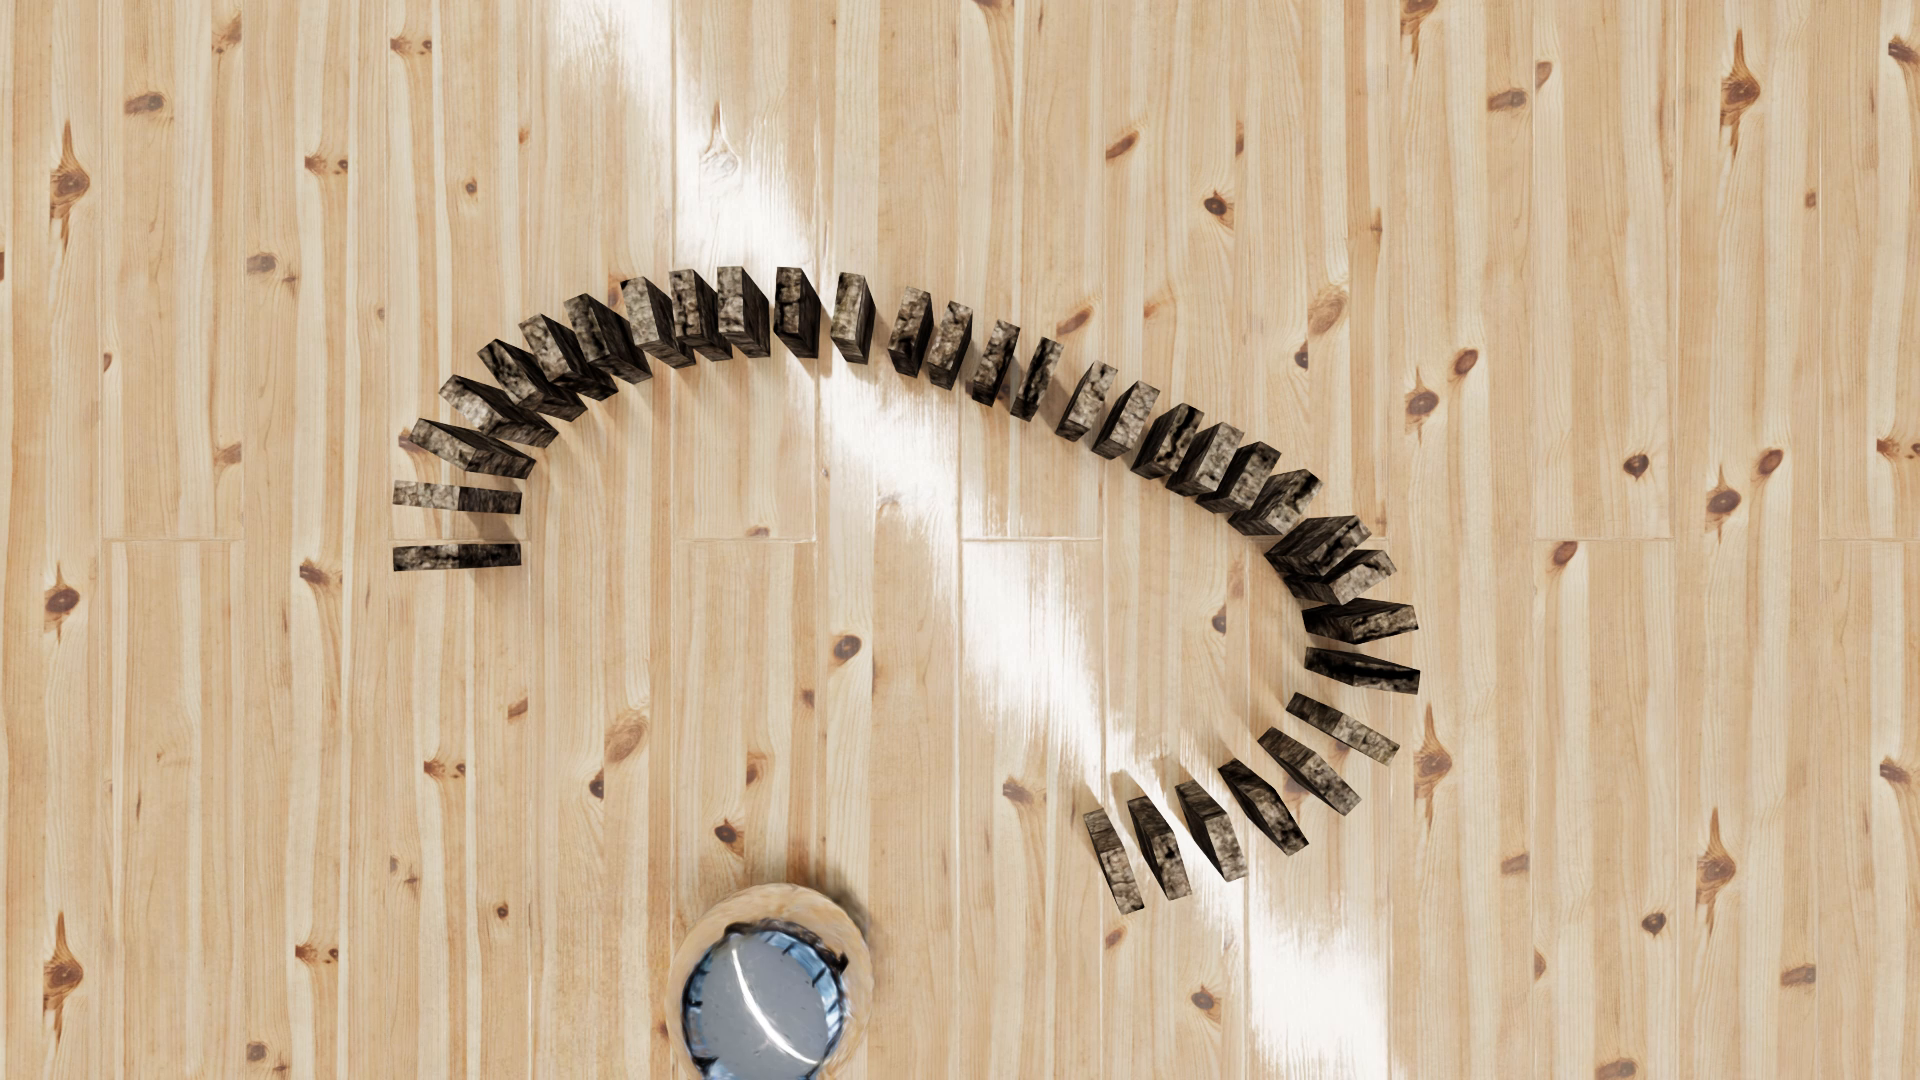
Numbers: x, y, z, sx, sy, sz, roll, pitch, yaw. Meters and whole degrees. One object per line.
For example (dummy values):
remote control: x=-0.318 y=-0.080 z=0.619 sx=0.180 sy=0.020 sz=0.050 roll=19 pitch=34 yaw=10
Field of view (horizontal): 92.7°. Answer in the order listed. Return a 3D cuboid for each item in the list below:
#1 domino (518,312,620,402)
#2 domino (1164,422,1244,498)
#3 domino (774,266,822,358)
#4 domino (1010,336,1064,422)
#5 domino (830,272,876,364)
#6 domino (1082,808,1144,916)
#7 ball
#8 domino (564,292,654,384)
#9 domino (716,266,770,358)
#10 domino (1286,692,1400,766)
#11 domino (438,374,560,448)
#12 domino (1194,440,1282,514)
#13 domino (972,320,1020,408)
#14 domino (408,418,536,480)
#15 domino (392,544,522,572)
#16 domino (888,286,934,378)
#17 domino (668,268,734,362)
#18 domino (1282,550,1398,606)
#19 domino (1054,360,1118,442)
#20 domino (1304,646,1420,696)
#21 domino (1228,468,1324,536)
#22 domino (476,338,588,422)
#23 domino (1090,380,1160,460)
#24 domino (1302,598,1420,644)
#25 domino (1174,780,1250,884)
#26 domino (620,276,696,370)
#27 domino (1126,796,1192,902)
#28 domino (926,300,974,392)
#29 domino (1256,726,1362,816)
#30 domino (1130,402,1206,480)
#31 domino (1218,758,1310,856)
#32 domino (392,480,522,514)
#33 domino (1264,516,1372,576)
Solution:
domino: x=-0.159 y=-0.074 z=0.375 sx=0.009 sy=0.050 sz=0.025 roll=-28 pitch=90 yaw=0
domino: x=0.099 y=-0.032 z=0.375 sx=0.010 sy=0.050 sz=0.025 roll=27 pitch=90 yaw=0
domino: x=-0.066 y=-0.092 z=0.375 sx=0.010 sy=0.050 sz=0.025 roll=3 pitch=90 yaw=0
domino: x=0.031 y=-0.065 z=0.375 sx=0.010 sy=0.050 sz=0.025 roll=22 pitch=90 yaw=0
domino: x=-0.043 y=-0.090 z=0.375 sx=0.009 sy=0.050 sz=0.025 roll=9 pitch=90 yaw=0
domino: x=0.062 y=0.130 z=0.375 sx=0.009 sy=0.050 sz=0.025 roll=-19 pitch=90 yaw=0
ball: x=-0.074 y=0.177 z=0.360 sx=0.080 sy=0.080 sz=0.080 roll=0 pitch=90 yaw=0
domino: x=-0.143 y=-0.081 z=0.375 sx=0.010 sy=0.050 sz=0.025 roll=-22 pitch=90 yaw=0
domino: x=-0.088 y=-0.092 z=0.375 sx=0.010 sy=0.050 sz=0.025 roll=-2 pitch=90 yaw=0
domino: x=0.155 y=0.076 z=0.375 sx=0.025 sy=0.050 sz=0.010 roll=30 pitch=90 yaw=0
domino: x=-0.187 y=-0.052 z=0.375 sx=0.025 sy=0.050 sz=0.009 roll=42 pitch=90 yaw=0
domino: x=0.113 y=-0.025 z=0.375 sx=0.009 sy=0.050 sz=0.025 roll=30 pitch=90 yaw=0
domino: x=0.014 y=-0.071 z=0.375 sx=0.009 sy=0.050 sz=0.025 roll=22 pitch=90 yaw=0
domino: x=-0.198 y=-0.037 z=0.375 sx=0.025 sy=0.050 sz=0.009 roll=29 pitch=90 yaw=0
domino: x=-0.204 y=0.007 z=0.375 sx=0.025 sy=0.050 sz=0.010 roll=-2 pitch=90 yaw=0
domino: x=-0.020 y=-0.084 z=0.375 sx=0.009 sy=0.050 sz=0.025 roll=17 pitch=90 yaw=0
domino: x=-0.105 y=-0.091 z=0.375 sx=0.010 sy=0.050 sz=0.025 roll=-7 pitch=90 yaw=0
domino: x=0.154 y=0.014 z=0.375 sx=0.025 sy=0.050 sz=0.009 roll=-32 pitch=90 yaw=0
domino: x=0.051 y=-0.056 z=0.375 sx=0.009 sy=0.050 sz=0.025 roll=25 pitch=90 yaw=0
domino: x=0.163 y=0.053 z=0.375 sx=0.025 sy=0.050 sz=0.010 roll=8 pitch=90 yaw=0
domino: x=0.128 y=-0.015 z=0.375 sx=0.009 sy=0.050 sz=0.025 roll=39 pitch=90 yaw=0
domino: x=-0.174 y=-0.064 z=0.375 sx=0.010 sy=0.050 sz=0.025 roll=-37 pitch=90 yaw=0
domino: x=0.067 y=-0.048 z=0.375 sx=0.009 sy=0.050 sz=0.025 roll=27 pitch=90 yaw=0
domino: x=0.162 y=0.033 z=0.375 sx=0.025 sy=0.050 sz=0.010 roll=-14 pitch=90 yaw=0
domino: x=0.102 y=0.118 z=0.375 sx=0.010 sy=0.050 sz=0.025 roll=-20 pitch=90 yaw=0
domino: x=-0.122 y=-0.088 z=0.375 sx=0.009 sy=0.050 sz=0.025 roll=-14 pitch=90 yaw=0
domino: x=0.081 y=0.125 z=0.375 sx=0.010 sy=0.050 sz=0.025 roll=-17 pitch=90 yaw=0
domino: x=-0.004 y=-0.078 z=0.375 sx=0.009 sy=0.050 sz=0.025 roll=21 pitch=90 yaw=0
domino: x=0.142 y=0.094 z=0.375 sx=0.009 sy=0.050 sz=0.025 roll=-44 pitch=90 yaw=0
domino: x=0.084 y=-0.039 z=0.375 sx=0.010 sy=0.050 sz=0.025 roll=26 pitch=90 yaw=0
domino: x=0.123 y=0.108 z=0.375 sx=0.009 sy=0.050 sz=0.025 roll=-32 pitch=90 yaw=0
domino: x=-0.204 y=-0.017 z=0.375 sx=0.025 sy=0.050 sz=0.009 roll=6 pitch=90 yaw=0
domino: x=0.145 y=0.002 z=0.375 sx=0.025 sy=0.050 sz=0.009 roll=-40 pitch=90 yaw=0
